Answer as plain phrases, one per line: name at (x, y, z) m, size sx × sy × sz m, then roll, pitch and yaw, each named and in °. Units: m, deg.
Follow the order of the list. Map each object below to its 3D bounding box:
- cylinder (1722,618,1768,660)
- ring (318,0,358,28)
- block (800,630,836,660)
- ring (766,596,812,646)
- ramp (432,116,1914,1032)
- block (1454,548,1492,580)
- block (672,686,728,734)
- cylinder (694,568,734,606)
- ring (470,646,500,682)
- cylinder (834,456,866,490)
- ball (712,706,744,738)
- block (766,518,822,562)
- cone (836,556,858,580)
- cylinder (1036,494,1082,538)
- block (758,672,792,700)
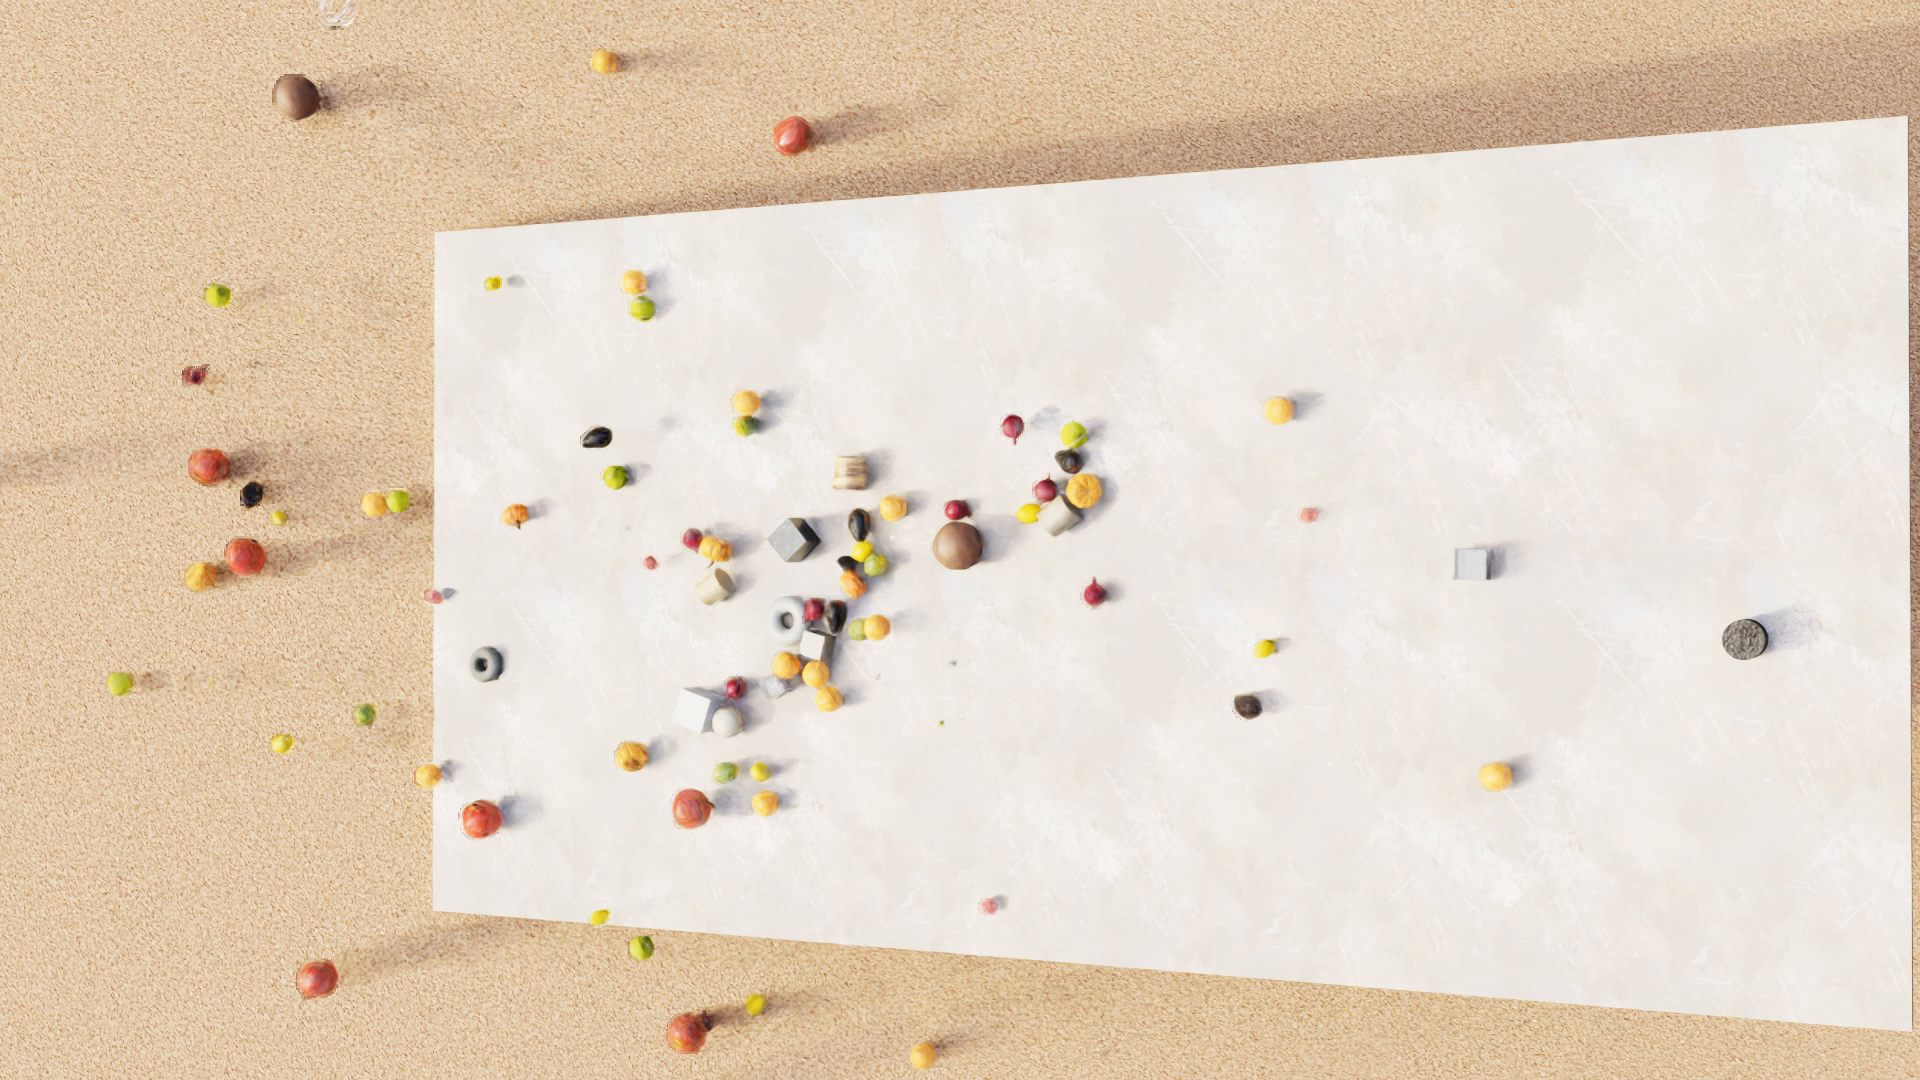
cylinder at (1.750, 0.222, 4.902) m, size 0.090 × 0.090 × 0.090 m, roll 0°, pitch 89°, yaw 25°
ring at (-1.816, -1.563, 6.420) m, size 0.137 × 0.046 × 0.137 m, roll -1°, pitch 88°, yaw 24°
block at (-0.383, 0.282, 5.908) m, size 0.065 × 0.065 × 0.065 m, roll 16°, pitch 96°, yaw 24°
ring at (-0.464, 0.219, 5.957) m, size 0.137 × 0.046 × 0.137 m, roll -1°, pitch 88°, yaw 26°
ramp at (0.282, 0.082, 5.692) m, size 4.000 × 0.100 × 2.000 m, roll 0°, pitch 89°, yaw 25°
block at (1.205, 0.058, 5.168) m, size 0.072 × 0.072 × 0.072 m, roll 4°, pitch 91°, yaw 25°
block at (-0.714, 0.467, 6.042) m, size 0.096 × 0.096 × 0.096 m, roll 20°, pitch 98°, yaw 24°
cylinder at (-0.675, 0.130, 6.037) m, size 0.076 × 0.076 × 0.076 m, roll -34°, pitch 89°, yaw 21°
ring at (-1.380, 0.361, 6.387) m, size 0.104 × 0.035 × 0.104 m, roll -1°, pitch 88°, yaw 24°
cylinder at (-0.294, -0.176, 5.856) m, size 0.087 × 0.087 × 0.087 m, roll 1°, pitch 89°, yaw 0°
ball at (-0.635, 0.497, 6.007) m, size 0.087 × 0.087 × 0.087 m, roll 0°, pitch 89°, yaw 0°
block at (-0.447, 0.001, 5.929) m, size 0.086 × 0.086 × 0.086 m, roll -44°, pitch 72°, yaw 18°
cone at (-0.299, 0.081, 5.892) m, size 0.059 × 0.059 × 0.059 m, roll -4°, pitch 117°, yaw 0°
cylinder at (0.253, -0.063, 5.606) m, size 0.081 × 0.081 × 0.081 m, roll -39°, pitch 89°, yaw 19°
block at (-0.501, 0.398, 5.968) m, size 0.053 × 0.053 × 0.053 m, roll -31°, pitch 77°, yaw 21°
